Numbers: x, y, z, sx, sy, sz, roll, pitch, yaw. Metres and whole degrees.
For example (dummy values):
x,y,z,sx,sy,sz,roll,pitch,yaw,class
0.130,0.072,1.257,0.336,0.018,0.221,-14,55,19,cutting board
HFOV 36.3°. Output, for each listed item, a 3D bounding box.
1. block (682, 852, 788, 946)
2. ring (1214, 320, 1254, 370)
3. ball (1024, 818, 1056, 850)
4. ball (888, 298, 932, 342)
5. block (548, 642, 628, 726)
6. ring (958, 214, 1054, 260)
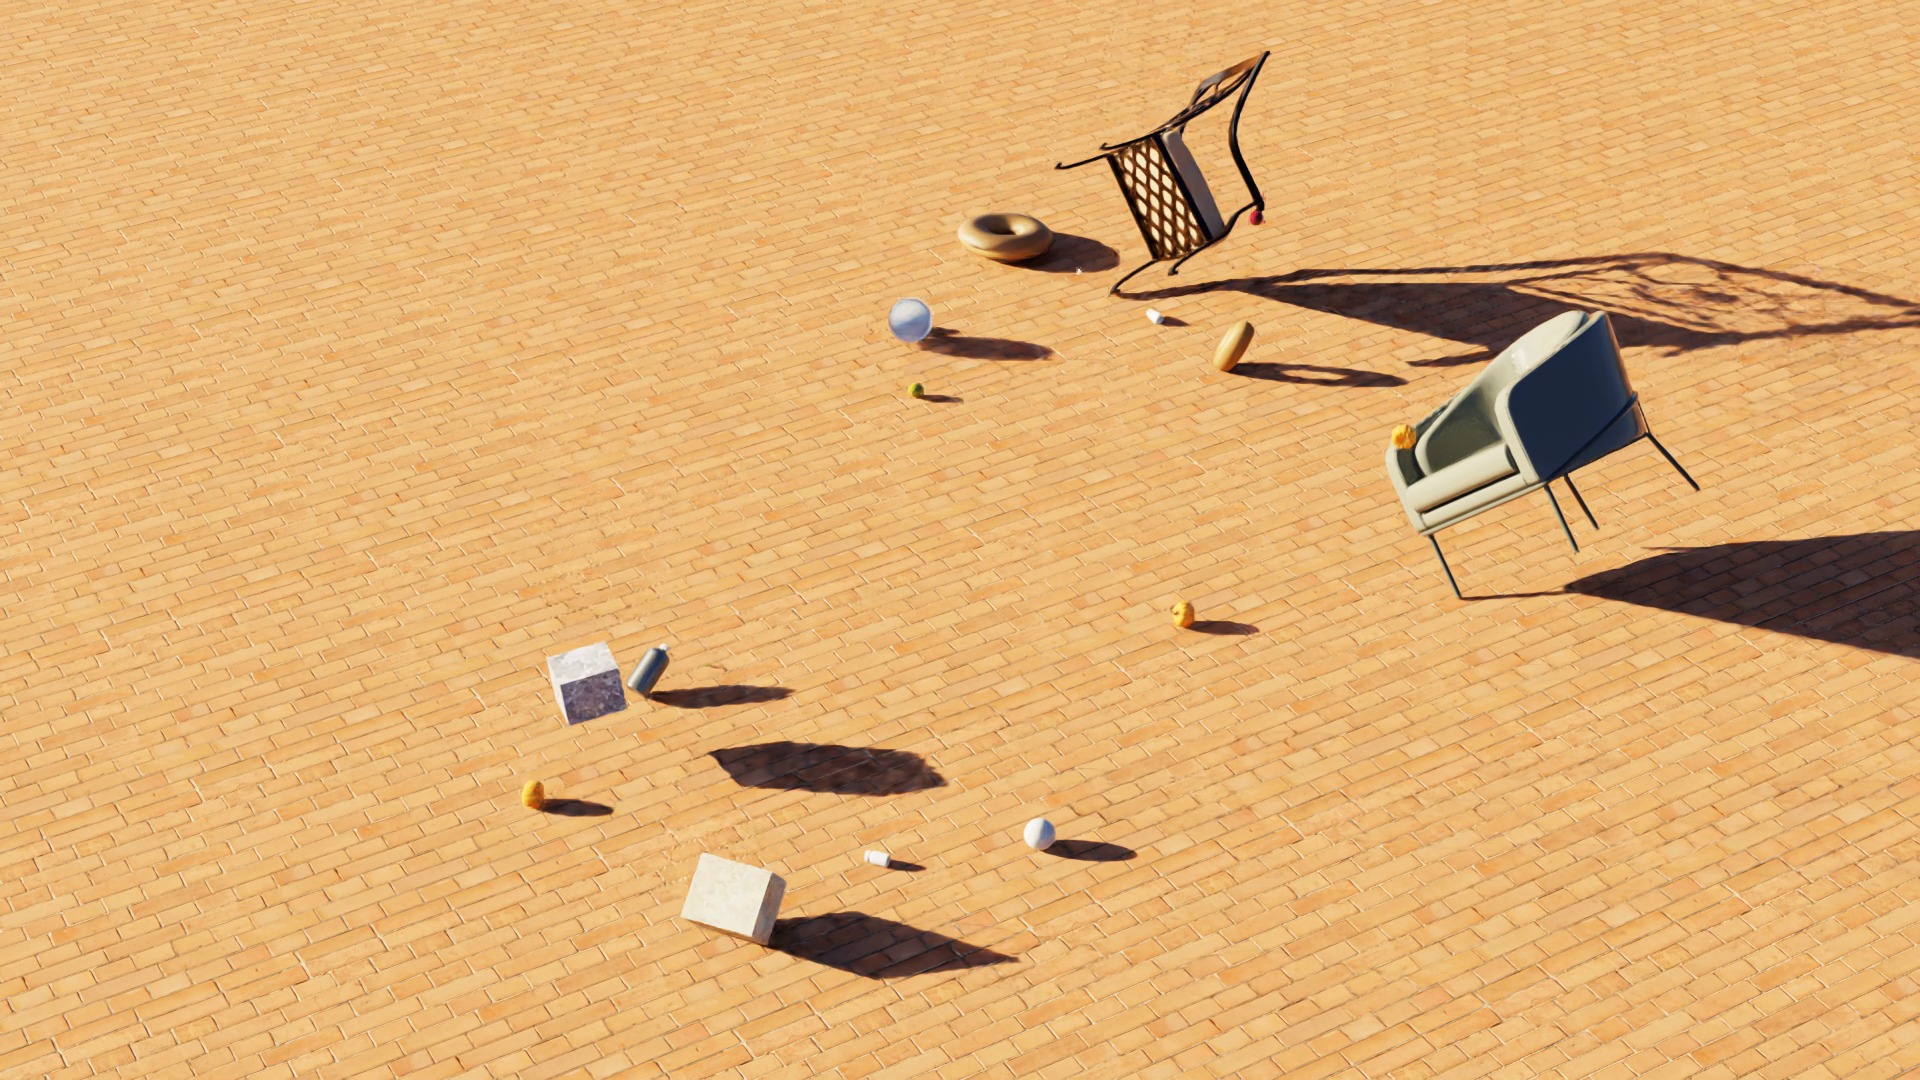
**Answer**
x,y,z,sx,sy,sz,roll,pitch,yaw,class
-0.694,1.104,9.021,0.238,0.159,0.206,13,76,18,block
1.114,-0.792,11.944,0.088,0.249,0.161,29,37,-6,ring
0.257,0.944,9.418,0.103,0.103,0.103,0,33,0,ball
-0.207,-0.908,12.128,0.186,0.186,0.186,0,33,0,ball
-1.238,0.476,9.734,0.200,0.162,0.193,-16,30,-14,block
0.200,-1.332,12.857,0.441,0.105,0.373,18,34,32,ring
